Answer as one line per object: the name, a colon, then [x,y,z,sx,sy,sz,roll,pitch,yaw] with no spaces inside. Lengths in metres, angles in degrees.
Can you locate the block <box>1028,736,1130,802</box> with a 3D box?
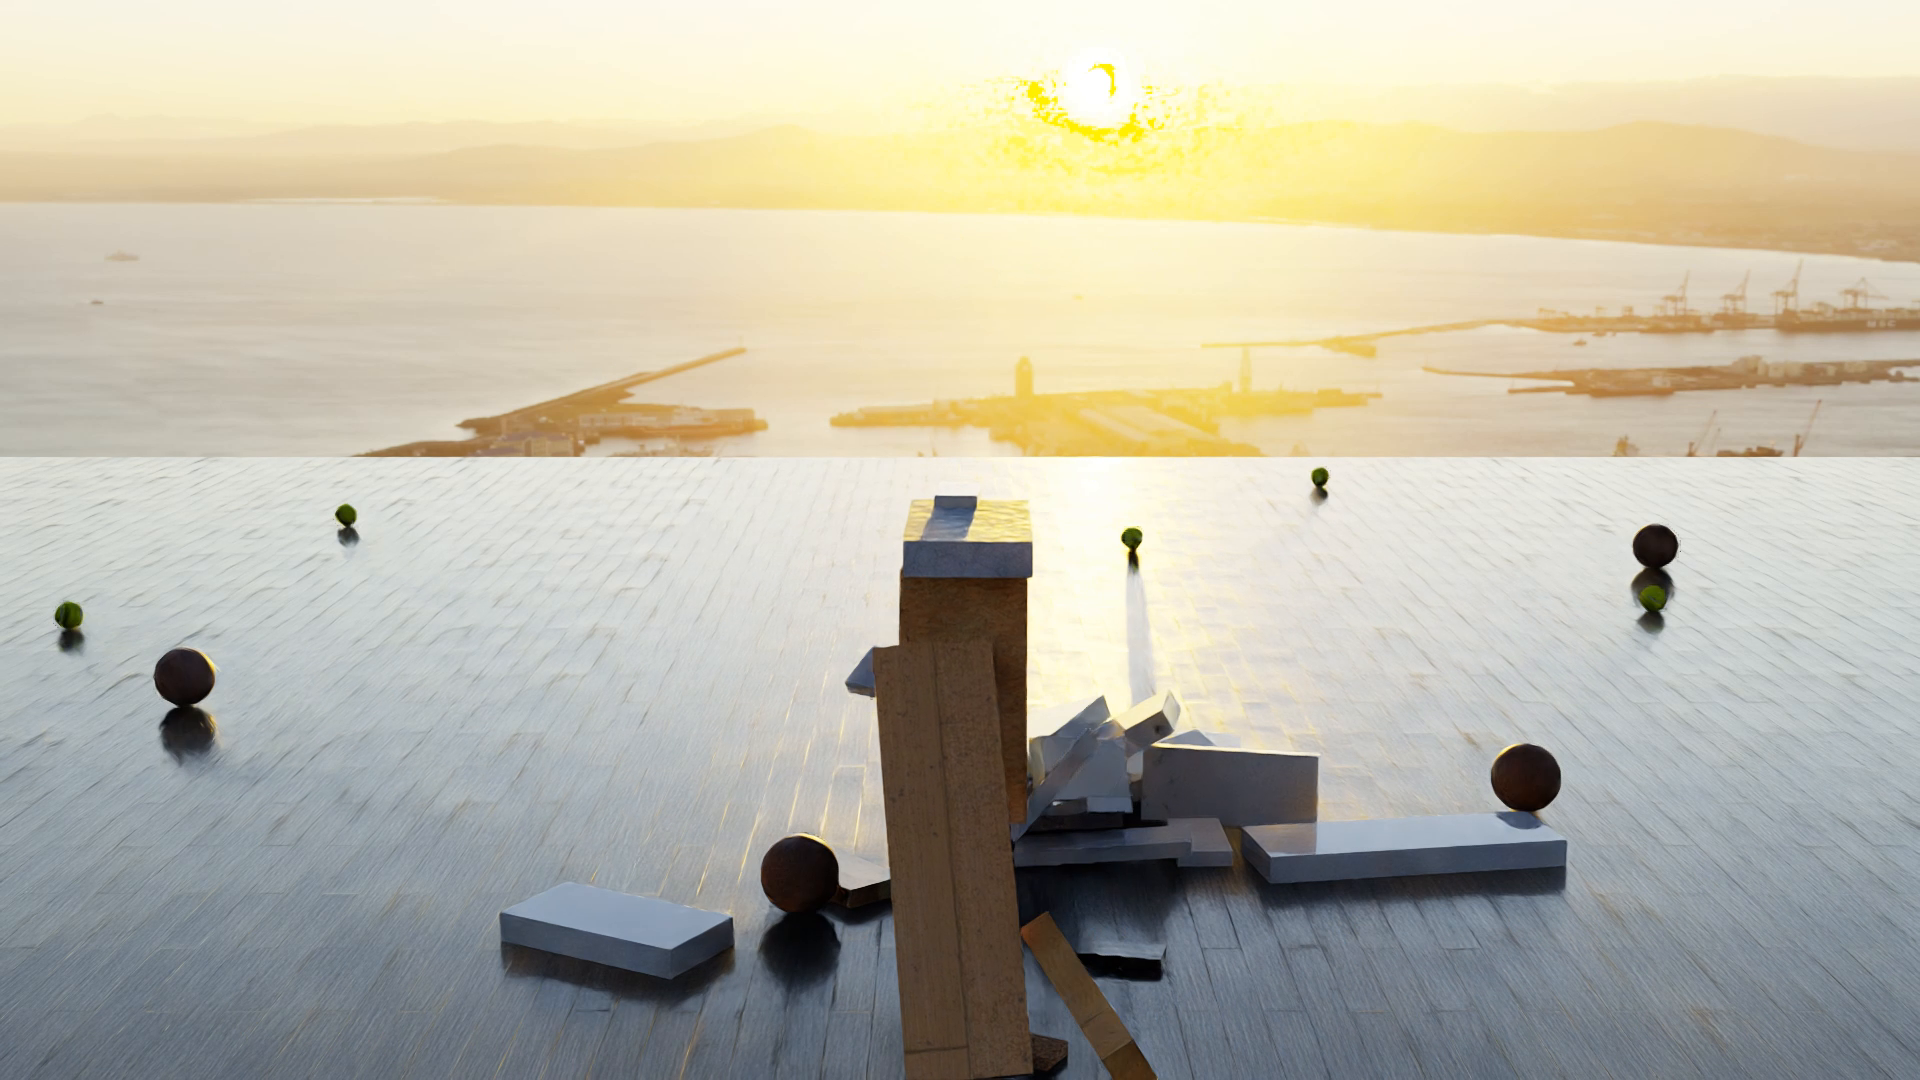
block: [0.214,0.410,3.918,0.032,0.112,0.223,-18,-18,42]

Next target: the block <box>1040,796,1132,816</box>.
block: [0.218,0.485,3.925,0.093,0.026,0.185,5,-17,-28]

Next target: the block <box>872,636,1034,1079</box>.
block: [-0.012,0.426,2.960,0.165,0.589,0.047,-6,-19,1]

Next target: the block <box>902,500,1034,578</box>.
block: [0.013,-0.005,3.182,0.179,0.051,0.358,0,10,1]

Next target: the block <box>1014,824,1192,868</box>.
block: [0.250,0.532,3.825,0.306,0.027,0.095,-4,10,7]

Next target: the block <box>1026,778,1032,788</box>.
block: [0.072,0.469,4.030,0.093,0.026,0.185,-29,4,29]

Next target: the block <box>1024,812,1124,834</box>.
block: [0.172,0.506,3.892,0.229,0.026,0.093,-3,-15,0]

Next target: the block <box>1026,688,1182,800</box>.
block: [0.253,0.396,4.115,0.335,0.047,0.167,-31,4,14]

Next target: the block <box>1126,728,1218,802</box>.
block: [0.350,0.439,4.157,0.273,0.039,0.136,-19,16,-9]

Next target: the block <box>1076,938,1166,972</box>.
block: [0.248,0.636,3.374,0.129,0.018,0.064,2,11,13]

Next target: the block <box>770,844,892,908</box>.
block: [-0.209,0.566,3.714,0.112,0.032,0.223,-9,14,-40]

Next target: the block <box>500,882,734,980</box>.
block: [-0.538,0.608,3.444,0.330,0.047,0.165,6,12,29]

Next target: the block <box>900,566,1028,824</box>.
block: [0.005,0.218,3.106,0.179,0.358,0.051,0,5,1]

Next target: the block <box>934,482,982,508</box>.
block: [-0.003,-0.069,3.341,0.064,0.018,0.129,1,10,3]

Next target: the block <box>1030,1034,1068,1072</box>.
block: [0.075,0.699,3.031,0.131,0.019,0.066,6,12,27]

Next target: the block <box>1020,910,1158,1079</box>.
block: [0.183,0.632,2.860,0.047,0.165,0.330,-33,25,-4]

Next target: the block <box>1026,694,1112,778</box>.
block: [0.140,0.380,4.126,0.167,0.047,0.335,-17,6,30]

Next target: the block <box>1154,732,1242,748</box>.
block: [0.416,0.414,4.338,0.273,0.039,0.136,2,11,6]

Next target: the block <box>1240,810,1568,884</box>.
block: [0.772,0.534,3.839,0.533,0.047,0.167,-2,11,-10]

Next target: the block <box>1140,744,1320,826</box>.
block: [0.495,0.452,4.028,0.319,0.136,0.039,2,2,13]

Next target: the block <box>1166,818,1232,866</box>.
block: [0.423,0.534,3.896,0.095,0.027,0.190,0,11,-1]

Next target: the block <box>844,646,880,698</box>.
block: [-0.098,0.238,3.842,0.190,0.027,0.095,7,44,35]

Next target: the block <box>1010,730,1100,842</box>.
block: [0.156,0.421,3.761,0.032,0.223,0.112,41,-3,5]
